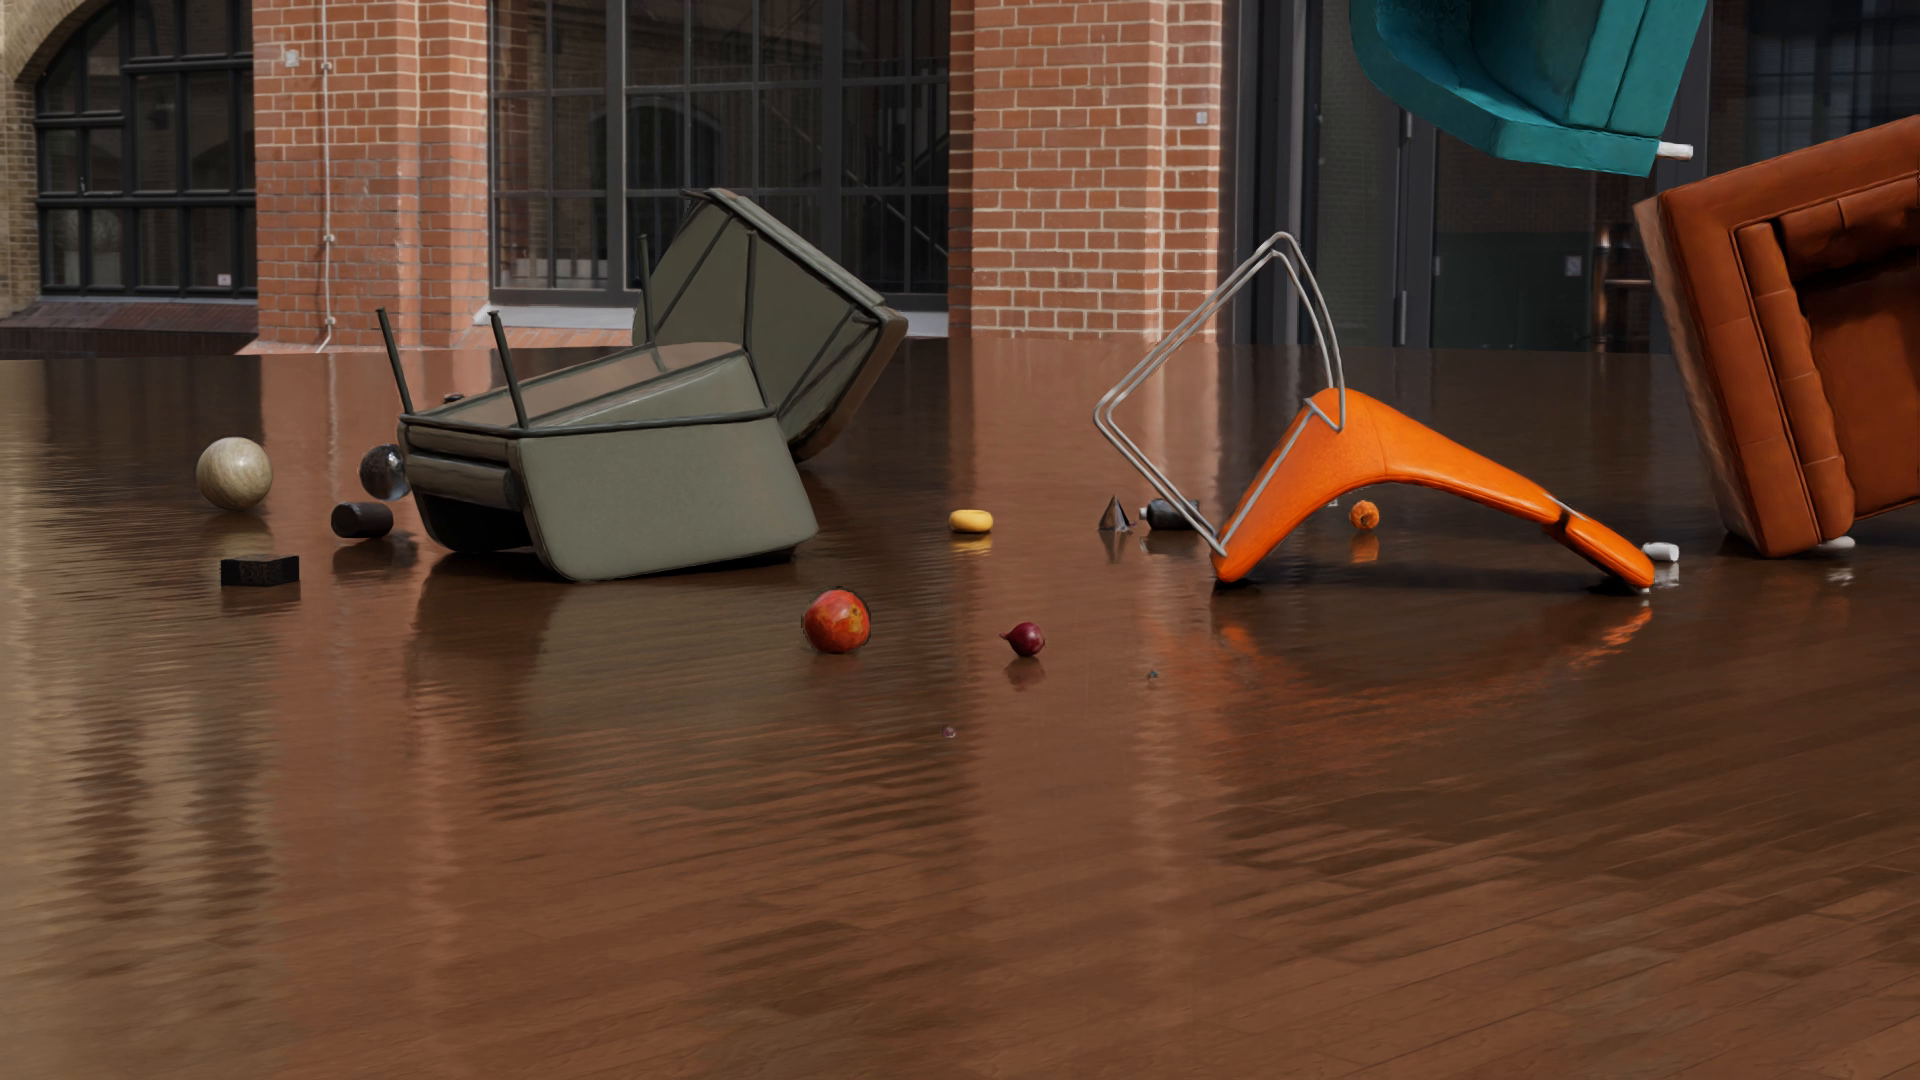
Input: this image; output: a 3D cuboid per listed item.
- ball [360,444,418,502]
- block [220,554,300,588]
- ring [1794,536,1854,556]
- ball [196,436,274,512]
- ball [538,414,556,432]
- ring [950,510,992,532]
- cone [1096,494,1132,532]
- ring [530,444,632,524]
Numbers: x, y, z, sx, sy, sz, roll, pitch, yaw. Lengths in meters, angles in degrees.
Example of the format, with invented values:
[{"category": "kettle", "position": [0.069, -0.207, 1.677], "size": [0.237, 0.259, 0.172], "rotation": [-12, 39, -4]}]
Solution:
[{"category": "ball", "position": [-1.584, -0.188, 7.114], "size": [0.160, 0.160, 0.160], "rotation": [0, 6, 0]}, {"category": "block", "position": [-1.503, 0.065, 5.513], "size": [0.112, 0.055, 0.128], "rotation": [2, 6, 16]}, {"category": "ring", "position": [2.031, 0.014, 6.033], "size": [0.116, 0.036, 0.150], "rotation": [-4, -1, -37]}, {"category": "ball", "position": [-2.034, -0.185, 7.195], "size": [0.209, 0.209, 0.209], "rotation": [0, 6, 0]}, {"category": "ball", "position": [-1.187, -0.338, 7.376], "size": [0.054, 0.054, 0.054], "rotation": [0, 6, 0]}, {"category": "ring", "position": [0.028, -0.048, 6.645], "size": [0.112, 0.049, 0.196], "rotation": [1, 5, -5]}, {"category": "cone", "position": [0.401, -0.075, 6.660], "size": [0.098, 0.098, 0.065], "rotation": [2, 6, 16]}, {"category": "ring", "position": [-1.019, -0.152, 6.906], "size": [0.295, 0.062, 0.275], "rotation": [-28, 44, -6]}]
